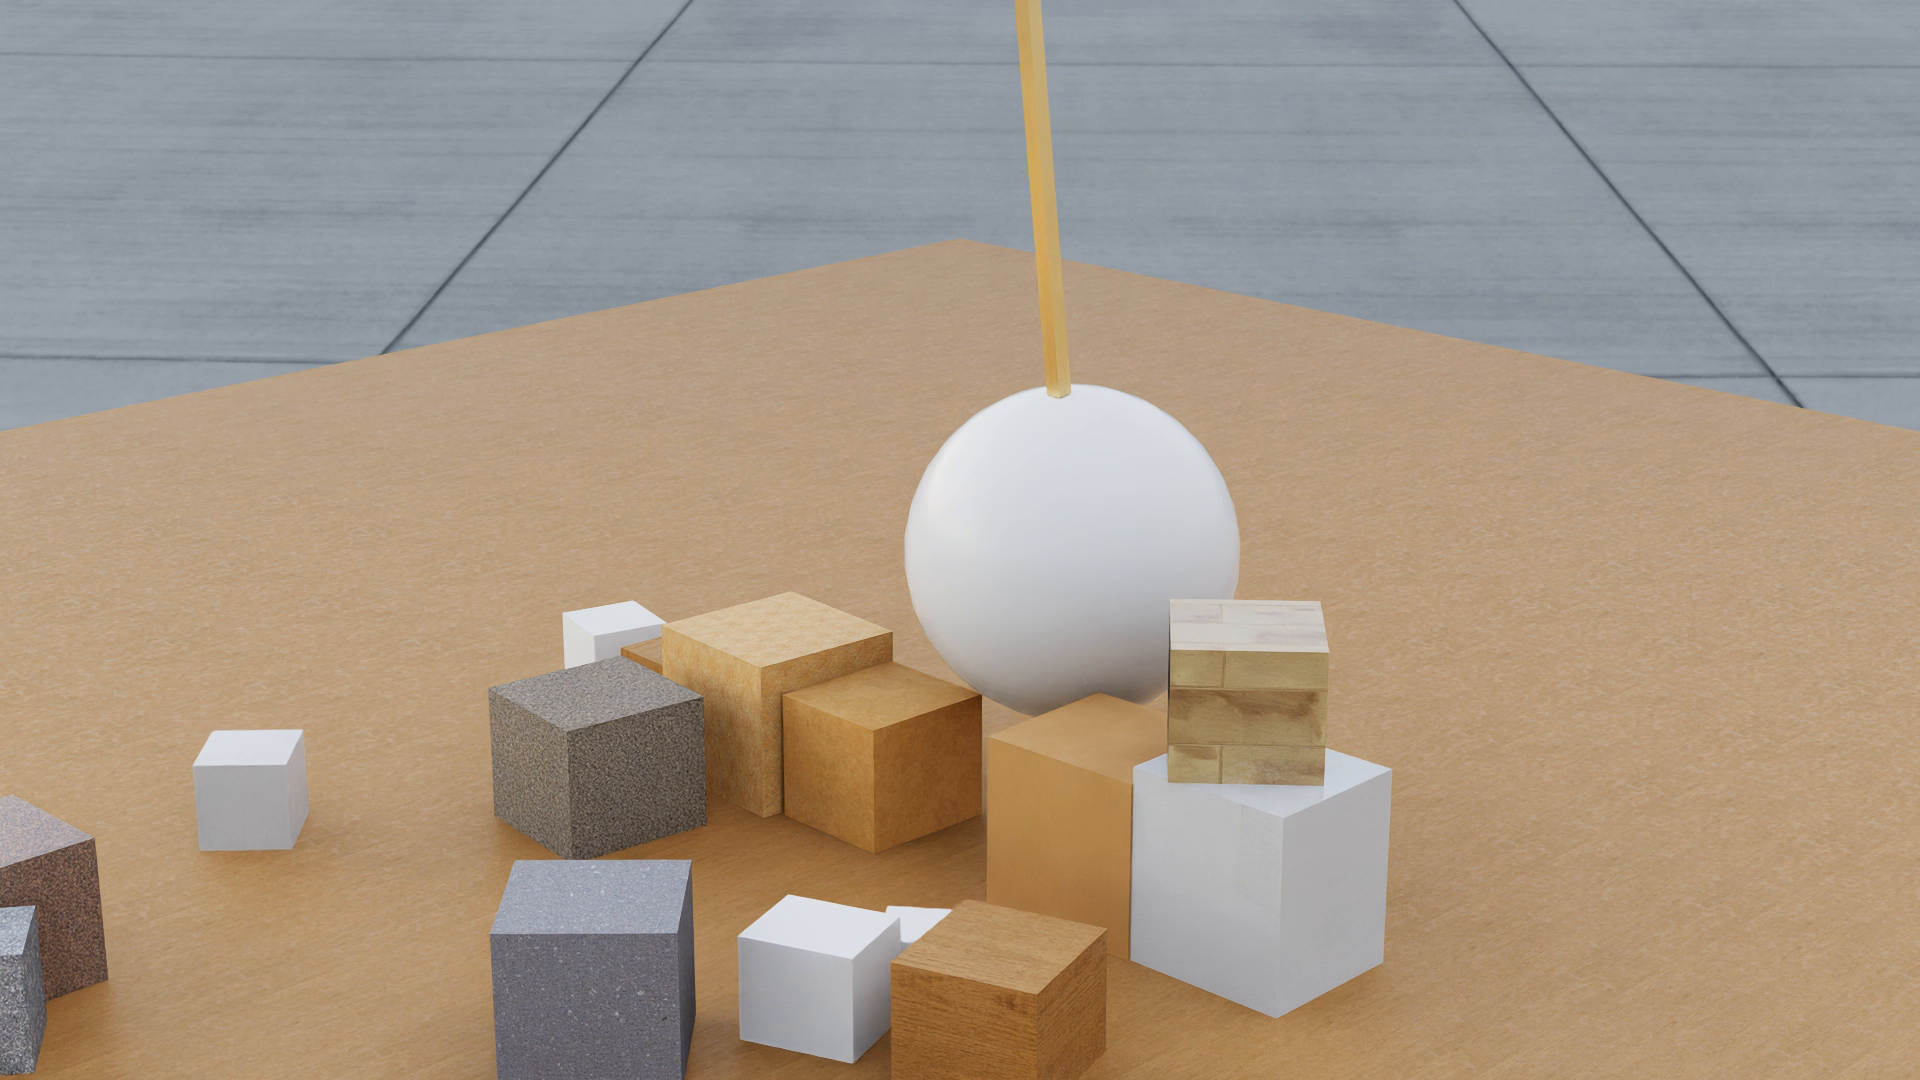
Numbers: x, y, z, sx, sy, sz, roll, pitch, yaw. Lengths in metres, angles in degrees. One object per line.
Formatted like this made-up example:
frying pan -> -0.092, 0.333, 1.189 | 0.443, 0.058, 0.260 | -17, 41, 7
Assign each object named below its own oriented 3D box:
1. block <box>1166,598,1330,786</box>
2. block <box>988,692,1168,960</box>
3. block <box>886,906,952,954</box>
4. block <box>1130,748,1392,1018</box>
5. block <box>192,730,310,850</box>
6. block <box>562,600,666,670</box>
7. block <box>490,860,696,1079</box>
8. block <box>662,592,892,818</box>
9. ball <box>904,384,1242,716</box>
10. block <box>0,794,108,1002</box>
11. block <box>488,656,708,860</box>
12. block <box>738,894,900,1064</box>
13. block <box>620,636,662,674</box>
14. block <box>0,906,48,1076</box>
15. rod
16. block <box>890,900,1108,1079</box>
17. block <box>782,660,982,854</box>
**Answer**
block -> 1.205, 0.635, 12.374 | 0.645, 0.586, 0.653 | 1, 17, 3
block -> 0.679, 1.251, 13.004 | 0.820, 0.815, 0.756 | 16, 23, 40
block -> -0.155, 1.755, 12.213 | 0.345, 0.328, 0.340 | 2, 18, 7
block -> 1.272, 1.383, 12.457 | 0.799, 0.891, 0.737 | 16, 24, 42
block -> -3.350, 1.181, 13.874 | 0.430, 0.428, 0.451 | -1, 17, -2
block -> -1.834, 0.624, 15.618 | 0.413, 0.444, 0.424 | -10, 20, -29
block -> -1.448, 1.733, 11.689 | 0.718, 0.685, 0.702 | 0, 17, 0
block -> -0.901, 0.799, 14.525 | 0.808, 0.767, 0.814 | -14, 22, -38
ball -> 0.532, 0.057, 13.917 | 1.600, 1.600, 1.600 | 0, 17, 0
block -> -4.036, 1.538, 12.366 | 0.678, 0.650, 0.532 | 16, 24, 42
block -> -1.724, 1.033, 13.961 | 0.743, 0.658, 0.728 | -13, 22, -36
block -> -0.568, 1.779, 11.918 | 0.513, 0.459, 0.441 | 8, 19, 23
block -> -1.351, 0.781, 15.051 | 0.566, 0.484, 0.515 | -15, 23, -39
block -> -3.950, 1.811, 11.717 | 0.488, 0.518, 0.464 | -3, 18, -10
rod -> 0.230, -3.070, 12.618 | 0.080, 5.200, 0.080 | 17, 31, 42
block -> 0.158, 1.845, 11.577 | 0.627, 0.538, 0.656 | 9, 19, 25
block -> -0.369, 1.029, 14.042 | 0.697, 0.616, 0.645 | -16, 23, -41
